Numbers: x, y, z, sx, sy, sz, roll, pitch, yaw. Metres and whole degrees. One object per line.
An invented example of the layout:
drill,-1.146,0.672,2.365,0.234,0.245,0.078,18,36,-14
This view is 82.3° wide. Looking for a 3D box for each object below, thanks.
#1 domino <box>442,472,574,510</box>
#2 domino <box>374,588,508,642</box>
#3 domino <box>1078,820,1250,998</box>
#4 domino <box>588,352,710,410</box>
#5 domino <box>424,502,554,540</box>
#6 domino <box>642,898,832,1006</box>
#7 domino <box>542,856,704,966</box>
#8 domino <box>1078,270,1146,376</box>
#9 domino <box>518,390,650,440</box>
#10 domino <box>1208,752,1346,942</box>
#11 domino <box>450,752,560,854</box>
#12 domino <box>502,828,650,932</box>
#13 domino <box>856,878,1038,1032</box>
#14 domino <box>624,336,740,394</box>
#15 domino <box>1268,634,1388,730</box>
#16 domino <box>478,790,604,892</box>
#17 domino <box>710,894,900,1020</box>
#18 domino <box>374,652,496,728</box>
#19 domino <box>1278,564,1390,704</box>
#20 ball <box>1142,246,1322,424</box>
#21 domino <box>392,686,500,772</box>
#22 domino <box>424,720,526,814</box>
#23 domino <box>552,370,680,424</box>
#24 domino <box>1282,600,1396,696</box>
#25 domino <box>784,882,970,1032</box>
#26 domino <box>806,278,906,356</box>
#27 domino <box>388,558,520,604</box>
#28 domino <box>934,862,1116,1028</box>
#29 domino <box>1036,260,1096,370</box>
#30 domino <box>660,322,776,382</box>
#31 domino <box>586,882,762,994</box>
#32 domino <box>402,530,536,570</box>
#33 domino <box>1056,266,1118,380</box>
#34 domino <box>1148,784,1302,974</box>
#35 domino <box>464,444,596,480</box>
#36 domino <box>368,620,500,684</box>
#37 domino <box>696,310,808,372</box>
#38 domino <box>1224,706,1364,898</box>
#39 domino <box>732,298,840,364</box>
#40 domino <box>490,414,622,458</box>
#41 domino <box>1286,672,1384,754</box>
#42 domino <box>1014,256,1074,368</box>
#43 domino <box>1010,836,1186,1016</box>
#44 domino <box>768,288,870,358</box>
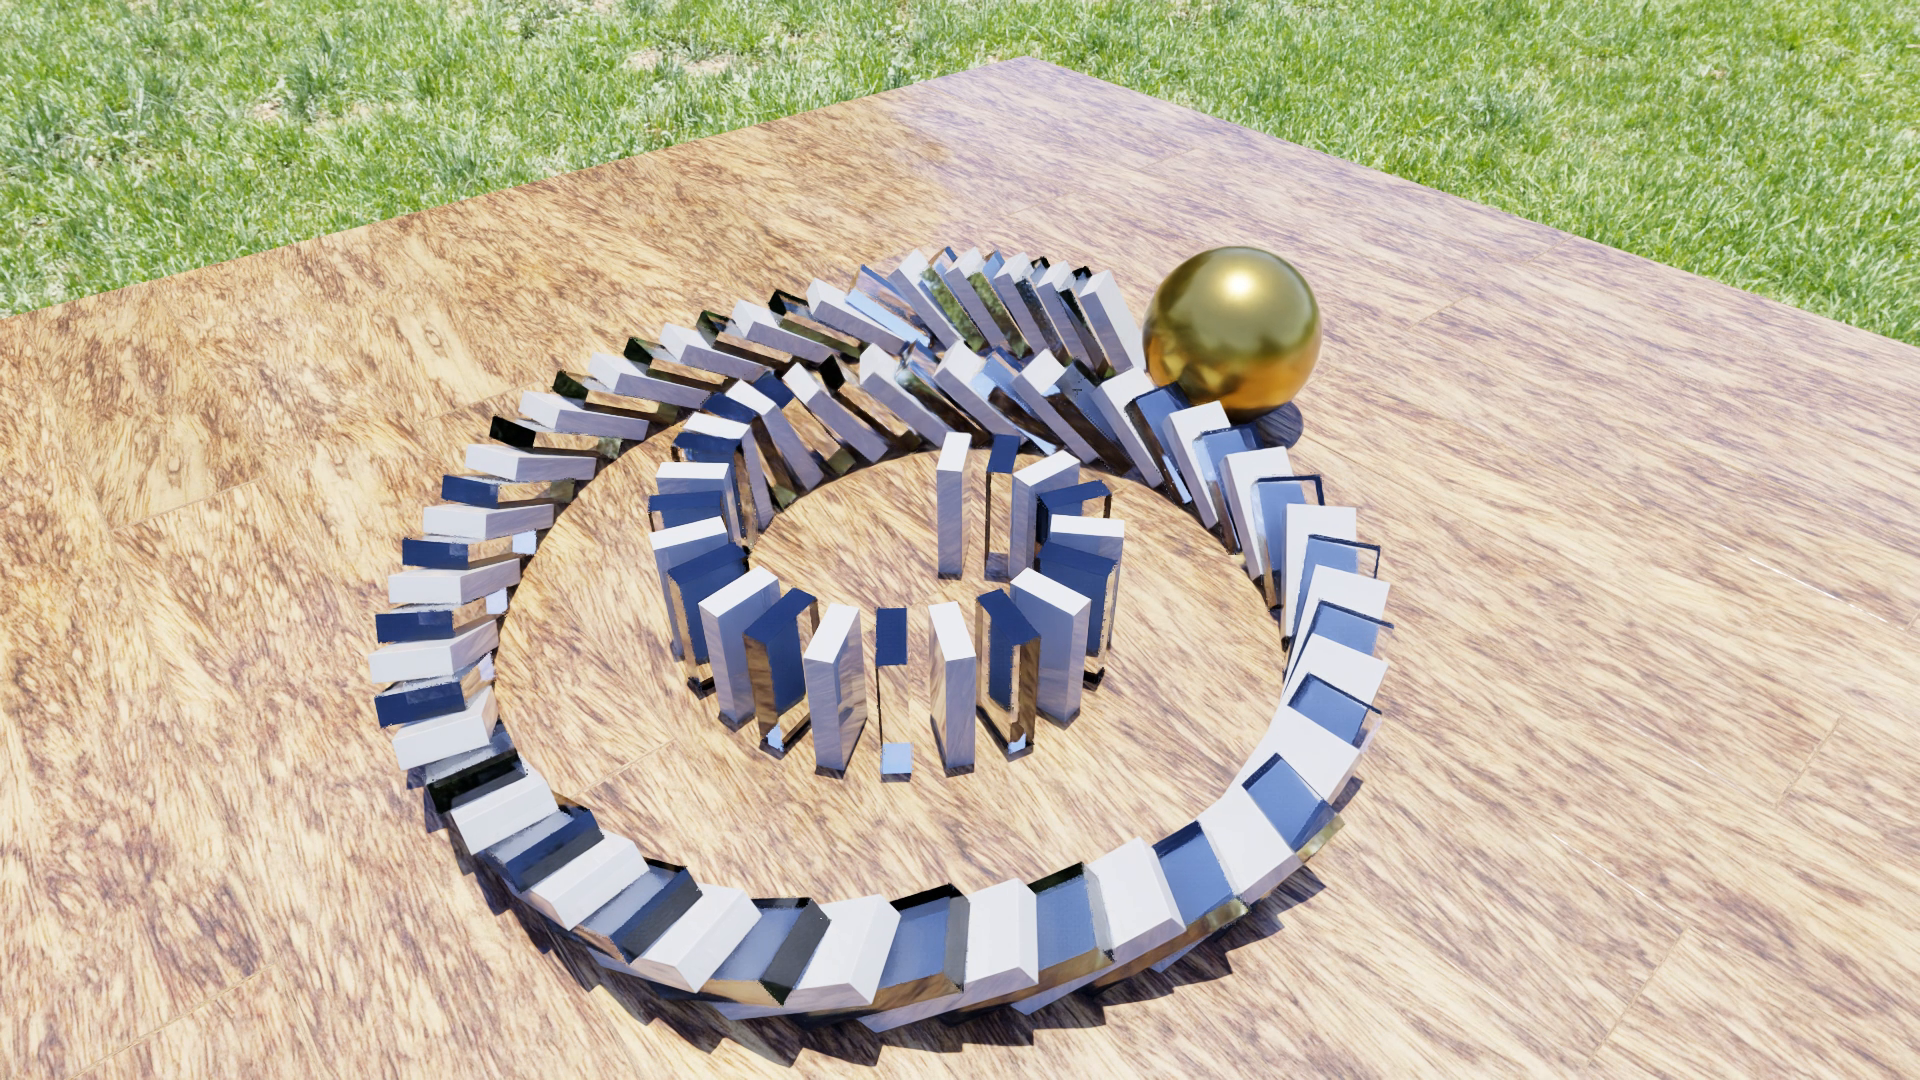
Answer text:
domino,-0.183,-0.021,0.449,0.025,0.009,0.050,11,8,13
domino,-0.183,0.026,0.391,0.025,0.010,0.050,-3,6,-3
domino,0.050,0.101,0.300,0.050,0.010,0.025,-34,40,12
domino,-0.145,-0.074,0.513,0.025,0.010,0.050,35,18,35
domino,-0.185,-0.009,0.434,0.025,0.009,0.050,6,7,7
domino,-0.060,0.108,0.291,0.050,0.009,0.025,-16,27,38
domino,-0.094,0.099,0.302,0.050,0.010,0.025,-8,25,48
domino,0.077,-0.105,0.541,0.010,0.050,0.025,-15,29,35
domino,-0.167,-0.055,0.490,0.025,0.009,0.050,26,12,28
domino,0.082,0.088,0.315,0.050,0.010,0.025,-44,48,2
domino,-0.138,0.077,0.329,0.025,0.009,0.050,-26,13,-28
domino,-0.110,0.093,0.310,0.025,0.009,0.050,-35,17,-34
domino,-0.004,0.109,0.289,0.050,0.009,0.025,-26,34,22
domino,-0.131,-0.082,0.523,0.050,0.009,0.025,8,24,-48
domino,0.115,0.058,0.352,0.025,0.010,0.050,23,78,26
domino,-0.124,0.085,0.319,0.025,0.009,0.050,-31,16,-32
domino,-0.041,0.110,0.289,0.050,0.010,0.025,-21,29,31
domino,-0.172,0.049,0.363,0.025,0.010,0.050,-11,7,-12
domino,0.129,0.036,0.378,0.025,0.009,0.050,15,76,17
ball,0.123,-0.093,0.501,0.080,0.080,0.080,0,39,0
domino,-0.163,0.059,0.351,0.025,0.009,0.050,-16,8,-18
domino,-0.150,0.069,0.339,0.025,0.010,0.050,-22,11,-25
domino,-0.156,-0.065,0.502,0.025,0.009,0.050,30,15,32
domino,0.123,0.048,0.365,0.025,0.010,0.050,20,77,22
domino,-0.022,0.110,0.289,0.050,0.010,0.025,-24,33,24
domino,-0.053,-0.114,0.561,0.050,0.010,0.025,22,29,-30
domino,-0.185,0.015,0.405,0.025,0.009,0.050,0,6,1
domino,0.015,0.107,0.292,0.050,0.010,0.025,-29,36,18
domino,0.057,-0.111,0.549,0.009,0.050,0.025,-16,29,34
domino,-0.117,-0.090,0.533,0.050,0.010,0.025,10,25,-45
domino,-0.078,0.105,0.295,0.050,0.009,0.025,-11,25,45
domino,-0.186,0.003,0.420,0.025,0.010,0.050,5,7,6
domino,0.067,-0.107,0.545,0.010,0.050,0.025,-15,29,35
domino,0.067,0.094,0.307,0.050,0.009,0.025,-40,45,6
domino,-0.180,-0.033,0.463,0.025,0.009,0.050,14,8,17
domino,-0.179,0.038,0.377,0.025,0.010,0.050,-6,6,-6
domino,-0.102,-0.097,0.542,0.050,0.009,0.025,12,26,-41
domino,0.095,0.078,0.328,0.025,0.010,0.050,33,84,34
domino,-0.087,-0.103,0.549,0.050,0.010,0.025,14,27,-38
domino,-0.175,-0.044,0.477,0.025,0.010,0.050,20,10,23
domino,0.106,0.069,0.339,0.025,0.010,0.050,30,81,31
domino,0.047,-0.114,0.553,0.010,0.050,0.025,-16,29,34
domino,0.033,0.104,0.296,0.050,0.009,0.025,-33,39,13
domino,-0.070,-0.109,0.556,0.050,0.010,0.025,17,28,-34
